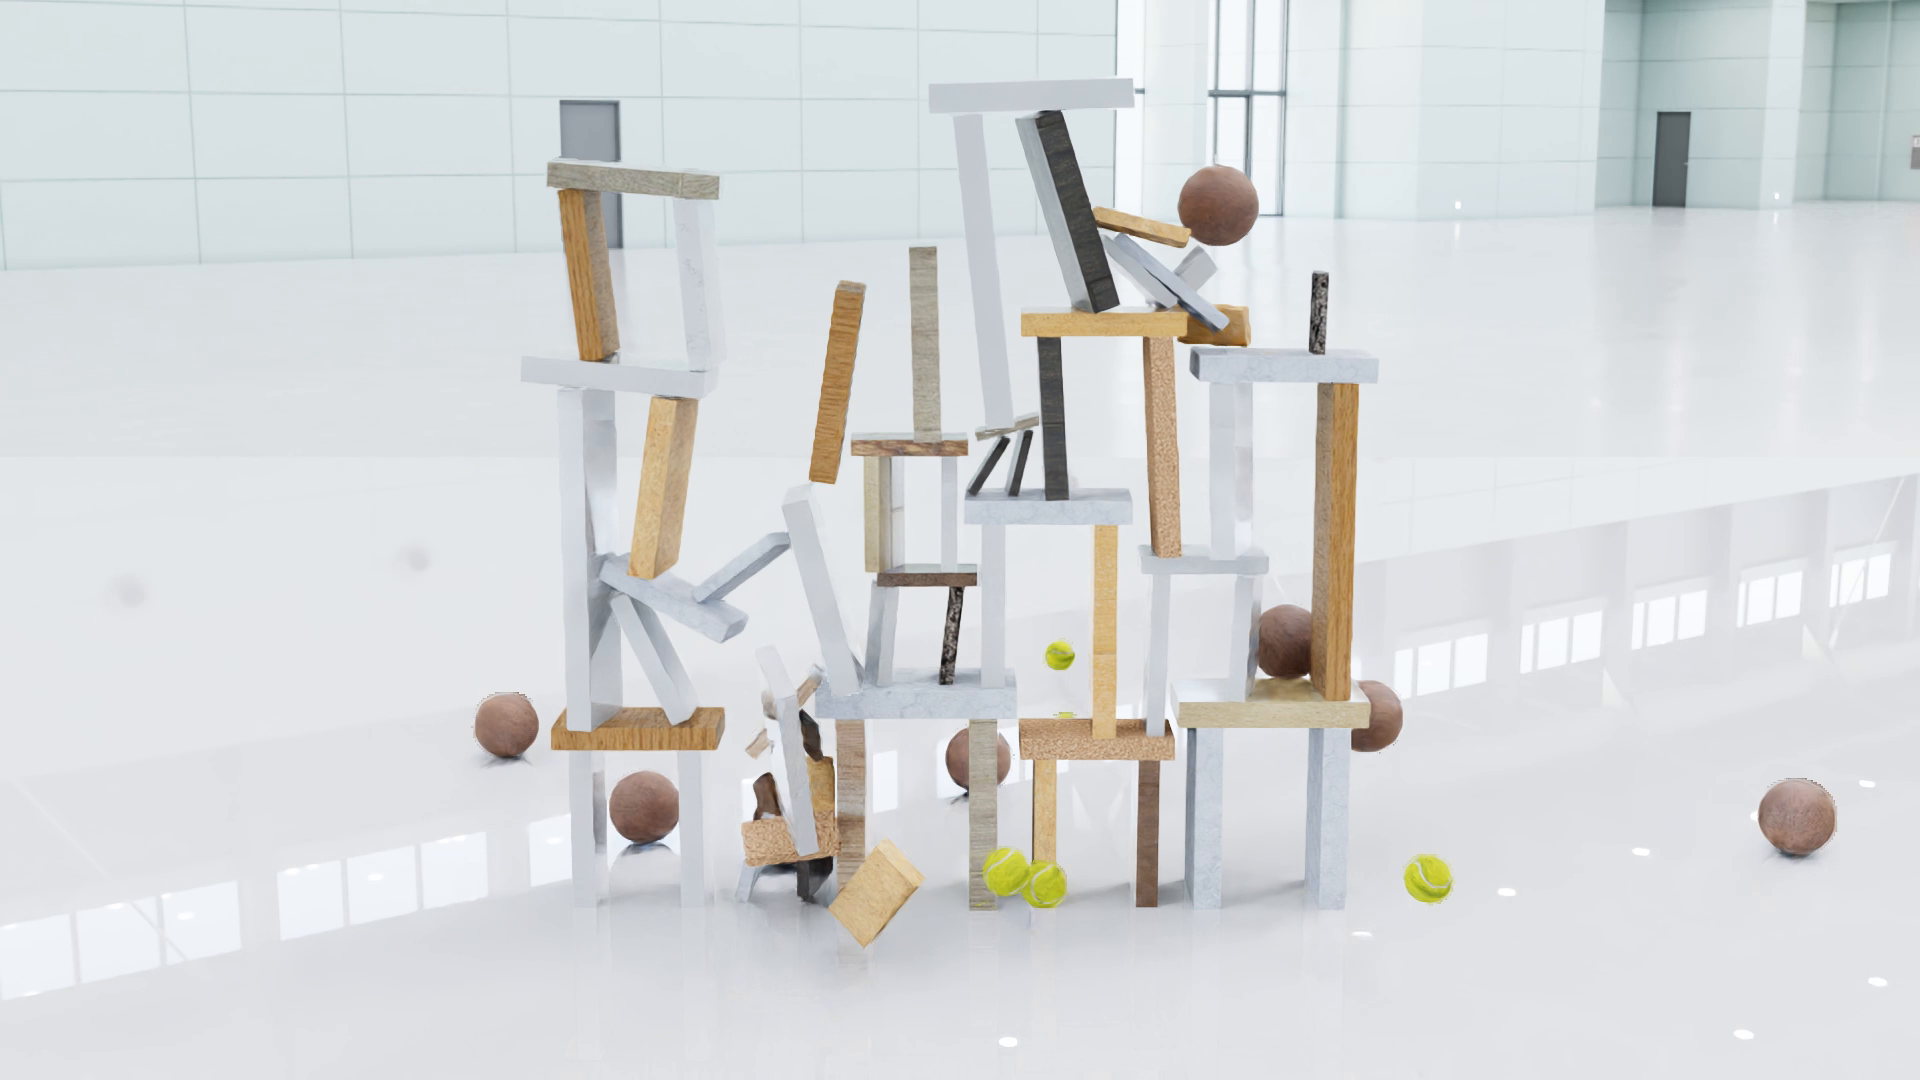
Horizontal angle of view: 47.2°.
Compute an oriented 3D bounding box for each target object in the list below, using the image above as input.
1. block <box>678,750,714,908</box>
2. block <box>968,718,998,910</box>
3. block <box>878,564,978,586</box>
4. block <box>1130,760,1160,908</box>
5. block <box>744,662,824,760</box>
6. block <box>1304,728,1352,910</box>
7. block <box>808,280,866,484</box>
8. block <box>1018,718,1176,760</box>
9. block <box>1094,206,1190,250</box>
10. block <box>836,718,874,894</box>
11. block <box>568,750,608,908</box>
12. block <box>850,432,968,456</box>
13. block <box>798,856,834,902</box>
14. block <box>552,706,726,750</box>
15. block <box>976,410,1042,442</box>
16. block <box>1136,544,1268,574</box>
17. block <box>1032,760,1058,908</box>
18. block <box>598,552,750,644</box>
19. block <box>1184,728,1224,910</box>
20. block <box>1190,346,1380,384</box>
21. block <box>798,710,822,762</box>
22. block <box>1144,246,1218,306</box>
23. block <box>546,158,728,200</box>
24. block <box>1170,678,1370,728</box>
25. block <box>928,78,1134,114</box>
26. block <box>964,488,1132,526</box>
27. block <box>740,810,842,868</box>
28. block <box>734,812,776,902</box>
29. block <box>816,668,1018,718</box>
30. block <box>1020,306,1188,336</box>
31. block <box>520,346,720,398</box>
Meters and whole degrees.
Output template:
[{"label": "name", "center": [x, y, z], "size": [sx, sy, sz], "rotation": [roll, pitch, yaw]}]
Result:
[{"label": "block", "center": [-0.438, 0.459, 3.645], "size": [0.038, 0.266, 0.133], "rotation": [0, 11, 0]}, {"label": "block", "center": [0.038, 0.431, 3.639], "size": [0.046, 0.323, 0.162], "rotation": [0, 11, 0]}, {"label": "block", "center": [-0.053, 0.056, 3.566], "size": [0.161, 0.023, 0.081], "rotation": [0, 10, 0]}, {"label": "block", "center": [0.306, 0.468, 3.642], "size": [0.035, 0.250, 0.125], "rotation": [0, 10, 0]}, {"label": "block", "center": [-0.286, 0.278, 3.581], "size": [0.023, 0.165, 0.082], "rotation": [39, 13, -7]}, {"label": "block", "center": [0.608, 0.439, 3.639], "size": [0.043, 0.307, 0.153], "rotation": [0, 11, 0]}, {"label": "block", "center": [-0.195, -0.254, 3.510], "size": [0.043, 0.305, 0.153], "rotation": [9, 12, -2]}, {"label": "block", "center": [0.223, 0.327, 3.616], "size": [0.250, 0.035, 0.125], "rotation": [0, 11, 0]}, {"label": "block", "center": [0.281, -0.489, 3.440], "size": [0.154, 0.022, 0.077], "rotation": [14, 1, 1]}, {"label": "block", "center": [-0.173, 0.431, 3.638], "size": [0.046, 0.323, 0.162], "rotation": [0, 11, 3]}, {"label": "block", "center": [-0.615, 0.459, 3.645], "size": [0.038, 0.266, 0.133], "rotation": [0, 11, 0]}, {"label": "block", "center": [-0.081, -0.154, 3.537], "size": [0.187, 0.027, 0.094], "rotation": [0, 10, -1]}, {"label": "block", "center": [-0.236, 0.517, 3.605], "size": [0.022, 0.152, 0.076], "rotation": [24, 48, 19]}, {"label": "block", "center": [-0.526, 0.310, 3.616], "size": [0.266, 0.038, 0.133], "rotation": [0, 11, 0]}, {"label": "block", "center": [0.078, -0.183, 3.532], "size": [0.107, 0.015, 0.054], "rotation": [-15, 11, 4]}, {"label": "block", "center": [0.391, 0.031, 3.559], "size": [0.203, 0.029, 0.102], "rotation": [0, 11, 0]}, {"label": "block", "center": [0.139, 0.468, 3.642], "size": [0.035, 0.250, 0.125], "rotation": [0, 11, 0]}, {"label": "block", "center": [-0.461, 0.092, 3.556], "size": [0.229, 0.032, 0.114], "rotation": [27, 12, 8]}, {"label": "block", "center": [0.403, 0.439, 3.639], "size": [0.043, 0.307, 0.153], "rotation": [0, 11, 0]}, {"label": "block", "center": [0.514, -0.279, 3.504], "size": [0.280, 0.040, 0.140], "rotation": [1, 11, -1]}, {"label": "block", "center": [-0.244, 0.317, 3.563], "size": [0.013, 0.045, 0.091], "rotation": [-34, 29, 12]}, {"label": "block", "center": [0.366, -0.421, 3.631], "size": [0.018, 0.128, 0.064], "rotation": [45, 2, 36]}, {"label": "block", "center": [-0.502, -0.564, 3.435], "size": [0.264, 0.037, 0.132], "rotation": [4, 12, -1]}, {"label": "block", "center": [0.505, 0.267, 3.607], "size": [0.307, 0.043, 0.153], "rotation": [0, 11, 0]}, {"label": "block", "center": [0.113, -0.691, 3.423], "size": [0.312, 0.044, 0.156], "rotation": [-1, 11, 4]}, {"label": "block", "center": [0.142, -0.055, 3.552], "size": [0.267, 0.038, 0.134], "rotation": [0, 11, 1]}, {"label": "block", "center": [-0.270, 0.477, 3.518], "size": [0.152, 0.022, 0.076], "rotation": [-6, 44, -8]}, {"label": "block", "center": [-0.334, 0.519, 3.600], "size": [0.022, 0.152, 0.076], "rotation": [21, 47, 4]}, {"label": "block", "center": [-0.070, 0.250, 3.605], "size": [0.323, 0.046, 0.162], "rotation": [0, 11, 0]}, {"label": "block", "center": [0.226, -0.347, 3.491], "size": [0.259, 0.037, 0.130], "rotation": [0, 11, 1]}, {"label": "block", "center": [-0.540, -0.269, 3.510], "size": [0.290, 0.041, 0.145], "rotation": [5, 12, 2]}]
